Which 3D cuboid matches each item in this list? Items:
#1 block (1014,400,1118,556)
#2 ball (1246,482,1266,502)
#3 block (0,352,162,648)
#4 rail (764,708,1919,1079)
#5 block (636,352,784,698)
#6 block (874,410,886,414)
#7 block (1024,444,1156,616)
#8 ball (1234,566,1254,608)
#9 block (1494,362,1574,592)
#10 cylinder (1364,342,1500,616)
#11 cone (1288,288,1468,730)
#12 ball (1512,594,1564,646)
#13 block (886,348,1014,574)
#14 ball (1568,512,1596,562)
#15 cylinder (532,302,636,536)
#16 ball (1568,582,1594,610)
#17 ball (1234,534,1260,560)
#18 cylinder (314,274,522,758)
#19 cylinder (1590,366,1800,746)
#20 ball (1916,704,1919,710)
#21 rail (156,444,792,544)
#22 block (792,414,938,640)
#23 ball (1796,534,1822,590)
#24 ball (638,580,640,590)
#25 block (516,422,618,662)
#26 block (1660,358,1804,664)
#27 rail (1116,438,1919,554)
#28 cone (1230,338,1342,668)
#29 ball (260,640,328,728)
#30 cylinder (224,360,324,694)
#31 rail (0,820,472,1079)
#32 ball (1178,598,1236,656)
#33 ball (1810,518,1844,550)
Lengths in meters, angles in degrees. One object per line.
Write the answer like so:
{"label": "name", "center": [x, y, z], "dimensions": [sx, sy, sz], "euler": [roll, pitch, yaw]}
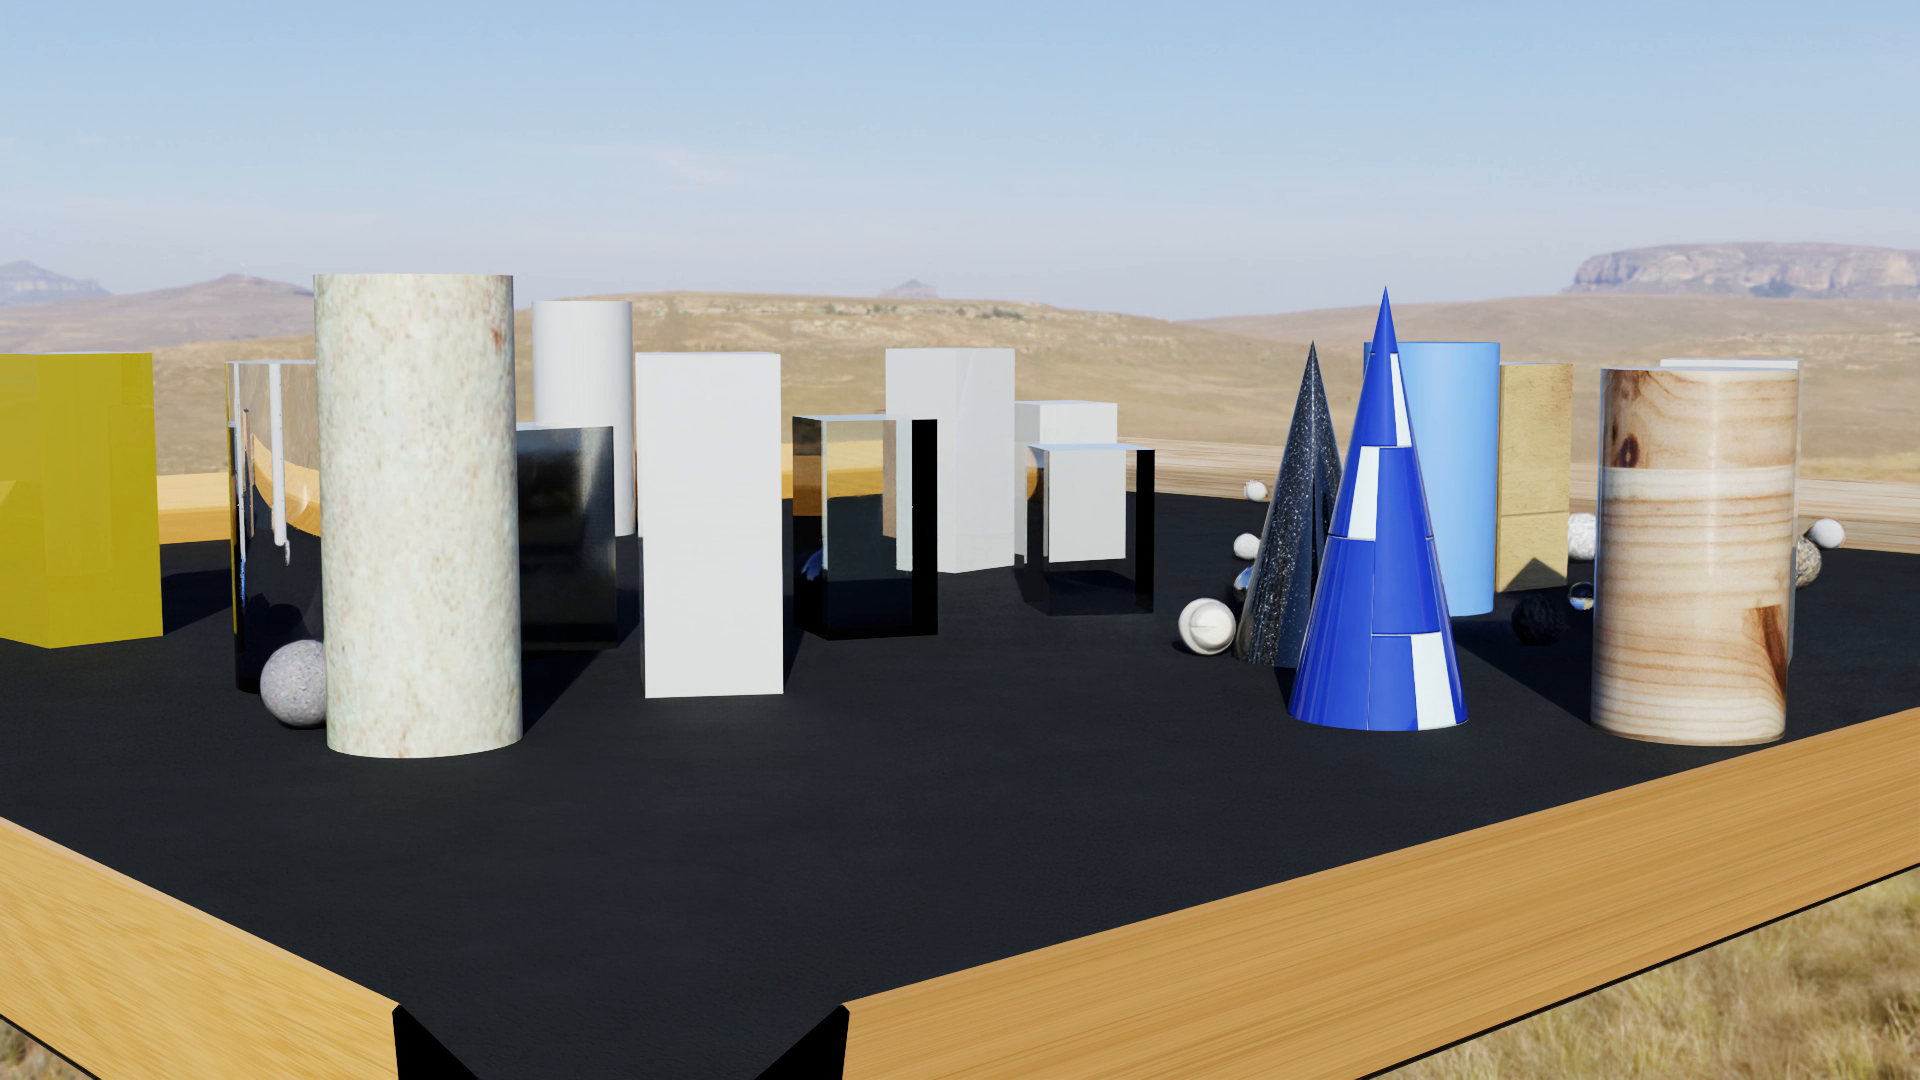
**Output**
{"label": "block", "center": [0.180, -0.115, 4.054], "dimensions": [0.159, 0.277, 0.159], "euler": [-3, 7, -26]}
{"label": "ball", "center": [0.690, -0.112, 5.122], "dimensions": [0.049, 0.049, 0.049], "euler": [0, 6, 0]}
{"label": "block", "center": [-1.208, -0.061, 2.999], "dimensions": [0.159, 0.388, 0.159], "euler": [6, 8, 43]}
{"label": "rail", "center": [1.126, 0.160, 2.118], "dimensions": [3.551, 0.129, 0.045], "euler": [-5, 8, -42]}
{"label": "block", "center": [-0.299, -0.024, 2.610], "dimensions": [0.159, 0.394, 0.159], "euler": [-1, 6, -10]}
{"label": "block", "center": [-0.067, -0.134, 4.379], "dimensions": [0.159, 0.247, 0.159], "euler": [-3, 7, -25]}
{"label": "block", "center": [0.192, -0.018, 3.295], "dimensions": [0.159, 0.242, 0.159], "euler": [-1, 6, -11]}
{"label": "ball", "center": [0.438, 0.073, 3.237], "dimensions": [0.071, 0.071, 0.071], "euler": [0, 6, 0]}
{"label": "block", "center": [0.876, -0.107, 3.576], "dimensions": [0.159, 0.360, 0.159], "euler": [-4, 7, -34]}
{"label": "cylinder", "center": [0.701, -0.096, 3.292], "dimensions": [0.199, 0.397, 0.199], "euler": [0, 6, 0]}
{"label": "cone", "center": [0.463, -0.043, 2.413], "dimensions": [0.199, 0.474, 0.199], "euler": [0, 6, 0]}
{"label": "ball", "center": [0.770, 0.107, 2.933], "dimensions": [0.068, 0.068, 0.068], "euler": [0, 6, 0]}
{"label": "block", "center": [-0.017, -0.144, 3.837], "dimensions": [0.159, 0.379, 0.159], "euler": [5, 8, 40]}
{"label": "ball", "center": [1.101, -0.004, 3.896], "dimensions": [0.089, 0.089, 0.089], "euler": [0, 6, 0]}
{"label": "cylinder", "center": [-0.752, -0.245, 4.399], "dimensions": [0.199, 0.463, 0.199], "euler": [0, 6, 0]}
{"label": "ball", "center": [0.929, 0.084, 3.278], "dimensions": [0.043, 0.043, 0.043], "euler": [0, 6, 0]}
{"label": "ball", "center": [0.513, 0.013, 3.930], "dimensions": [0.048, 0.048, 0.048], "euler": [0, 6, 0]}
{"label": "cylinder", "center": [-0.557, -0.031, 2.270], "dimensions": [0.199, 0.480, 0.199], "euler": [0, 6, 0]}
{"label": "cylinder", "center": [0.778, 0.010, 2.336], "dimensions": [0.199, 0.384, 0.199], "euler": [0, 6, 0]}
{"label": "ball", "center": [0.978, 0.178, 2.134], "dimensions": [0.093, 0.093, 0.093], "euler": [0, 6, 0]}
{"label": "rail", "center": [-1.126, -0.093, 4.546], "dimensions": [3.551, 0.129, 0.045], "euler": [-5, 8, -42]}
{"label": "block", "center": [-0.133, -0.022, 3.062], "dimensions": [0.159, 0.297, 0.159], "euler": [-2, 6, -21]}
{"label": "ball", "center": [1.326, 0.036, 3.509], "dimensions": [0.090, 0.090, 0.090], "euler": [0, 6, 0]}
{"label": "ball", "center": [-0.435, 0.067, 3.254], "dimensions": [0.081, 0.081, 0.081], "euler": [0, 6, 0]}
{"label": "block", "center": [-0.566, -0.003, 2.893], "dimensions": [0.159, 0.294, 0.159], "euler": [6, 8, 43]}
{"label": "block", "center": [0.973, -0.037, 2.787], "dimensions": [0.159, 0.384, 0.159], "euler": [3, 6, 24]}
{"label": "rail", "center": [1.287, -0.090, 4.513], "dimensions": [0.045, 0.129, 3.369], "euler": [-5, 8, -42]}
{"label": "cone", "center": [0.450, -0.053, 2.823], "dimensions": [0.199, 0.409, 0.199], "euler": [0, 6, 0]}
{"label": "ball", "center": [-0.699, 0.154, 2.351], "dimensions": [0.095, 0.095, 0.095], "euler": [0, 6, 0]}
{"label": "cylinder", "center": [-0.767, -0.020, 2.626], "dimensions": [0.199, 0.384, 0.199], "euler": [0, 6, 0]}
{"label": "rail", "center": [-1.287, 0.157, 2.150], "dimensions": [0.045, 0.129, 3.369], "euler": [-5, 8, -42]}
{"label": "ball", "center": [0.319, 0.112, 2.848], "dimensions": [0.075, 0.075, 0.075], "euler": [0, 6, 0]}
{"label": "ball", "center": [1.619, -0.011, 4.108], "dimensions": [0.059, 0.059, 0.059], "euler": [0, 6, 0]}
